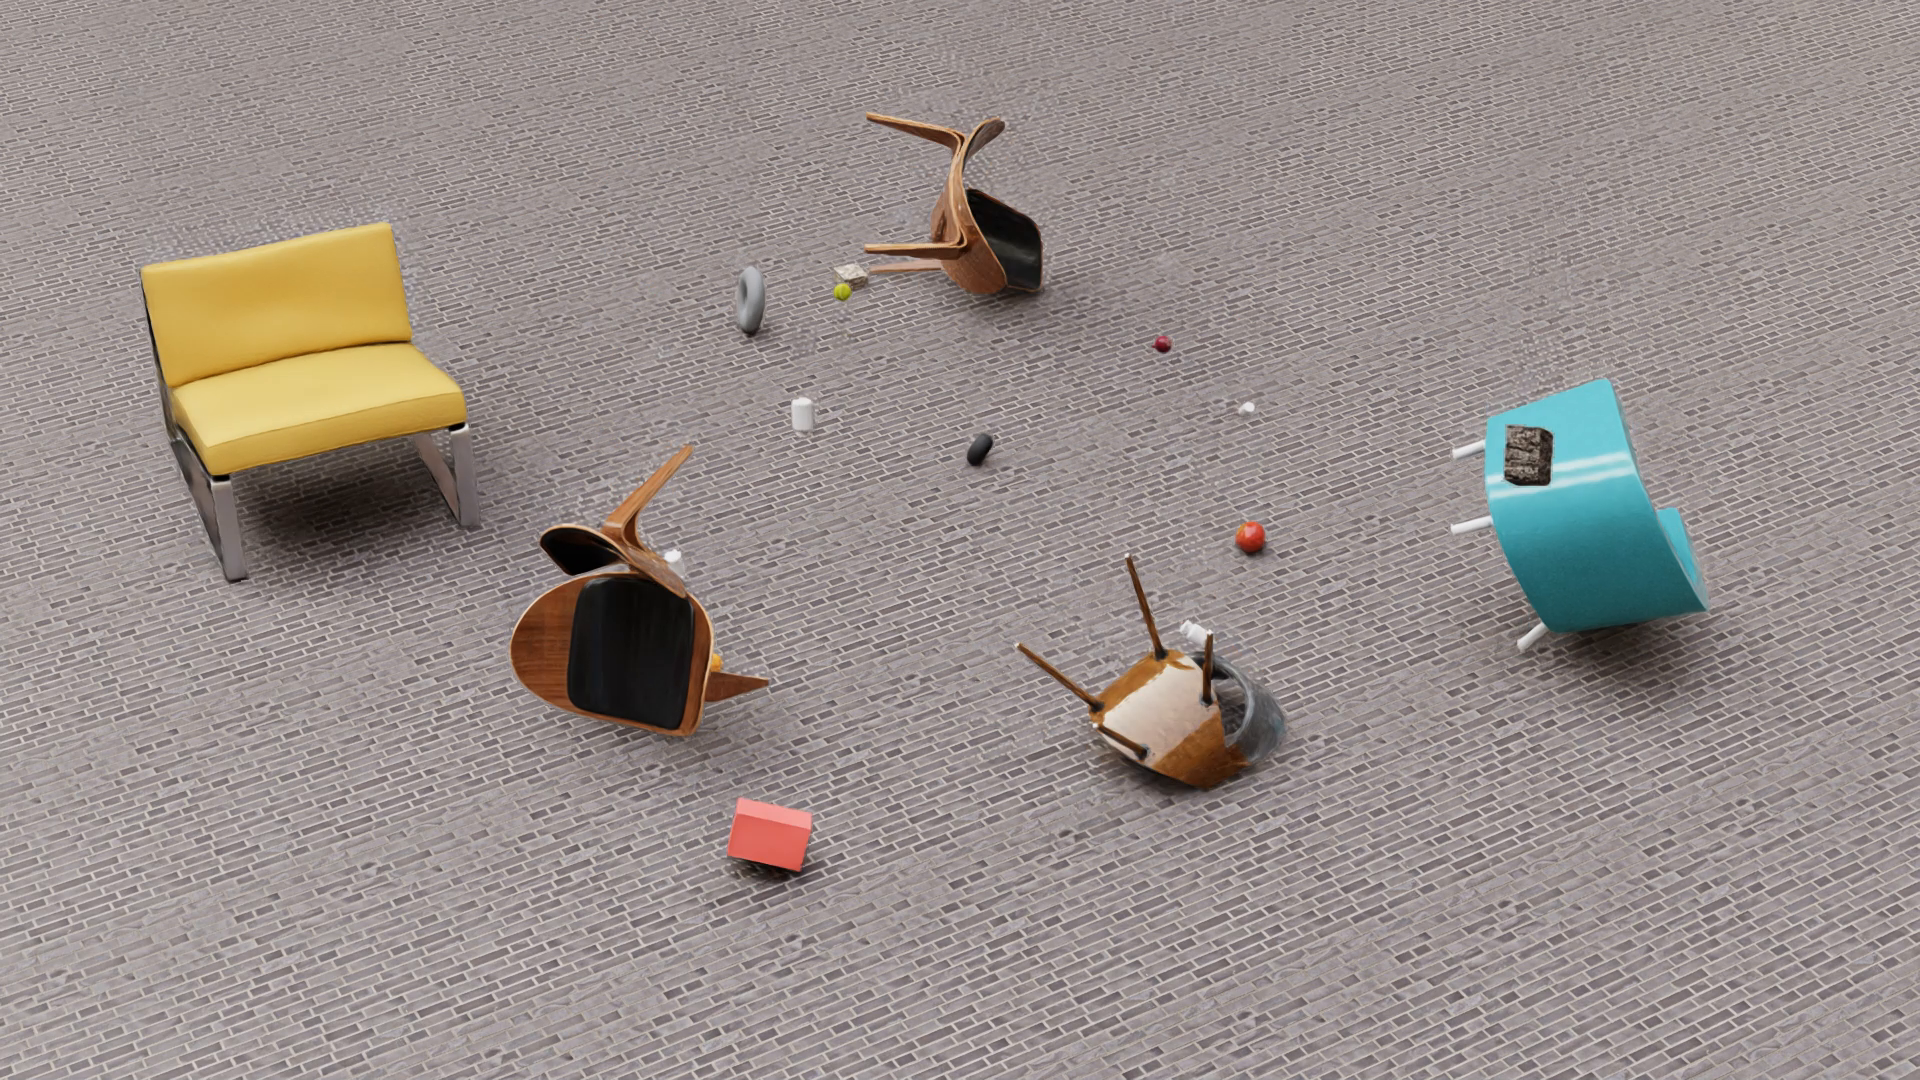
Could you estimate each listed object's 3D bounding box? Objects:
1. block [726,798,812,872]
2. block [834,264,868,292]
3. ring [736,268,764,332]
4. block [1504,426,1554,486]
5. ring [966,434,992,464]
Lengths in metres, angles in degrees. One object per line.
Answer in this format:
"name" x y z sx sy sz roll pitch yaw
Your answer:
"block" -0.606 0.935 9.309 0.238 0.145 0.146 13 13 -5
"block" -0.470 -1.131 12.611 0.107 0.055 0.121 -14 36 -20
"ring" -0.874 -1.001 12.233 0.072 0.271 0.217 0 12 -23
"block" 1.851 -0.272 9.541 0.110 0.174 0.163 3 -4 26
"ring" 0.075 -0.354 11.377 0.055 0.124 0.137 35 39 8
